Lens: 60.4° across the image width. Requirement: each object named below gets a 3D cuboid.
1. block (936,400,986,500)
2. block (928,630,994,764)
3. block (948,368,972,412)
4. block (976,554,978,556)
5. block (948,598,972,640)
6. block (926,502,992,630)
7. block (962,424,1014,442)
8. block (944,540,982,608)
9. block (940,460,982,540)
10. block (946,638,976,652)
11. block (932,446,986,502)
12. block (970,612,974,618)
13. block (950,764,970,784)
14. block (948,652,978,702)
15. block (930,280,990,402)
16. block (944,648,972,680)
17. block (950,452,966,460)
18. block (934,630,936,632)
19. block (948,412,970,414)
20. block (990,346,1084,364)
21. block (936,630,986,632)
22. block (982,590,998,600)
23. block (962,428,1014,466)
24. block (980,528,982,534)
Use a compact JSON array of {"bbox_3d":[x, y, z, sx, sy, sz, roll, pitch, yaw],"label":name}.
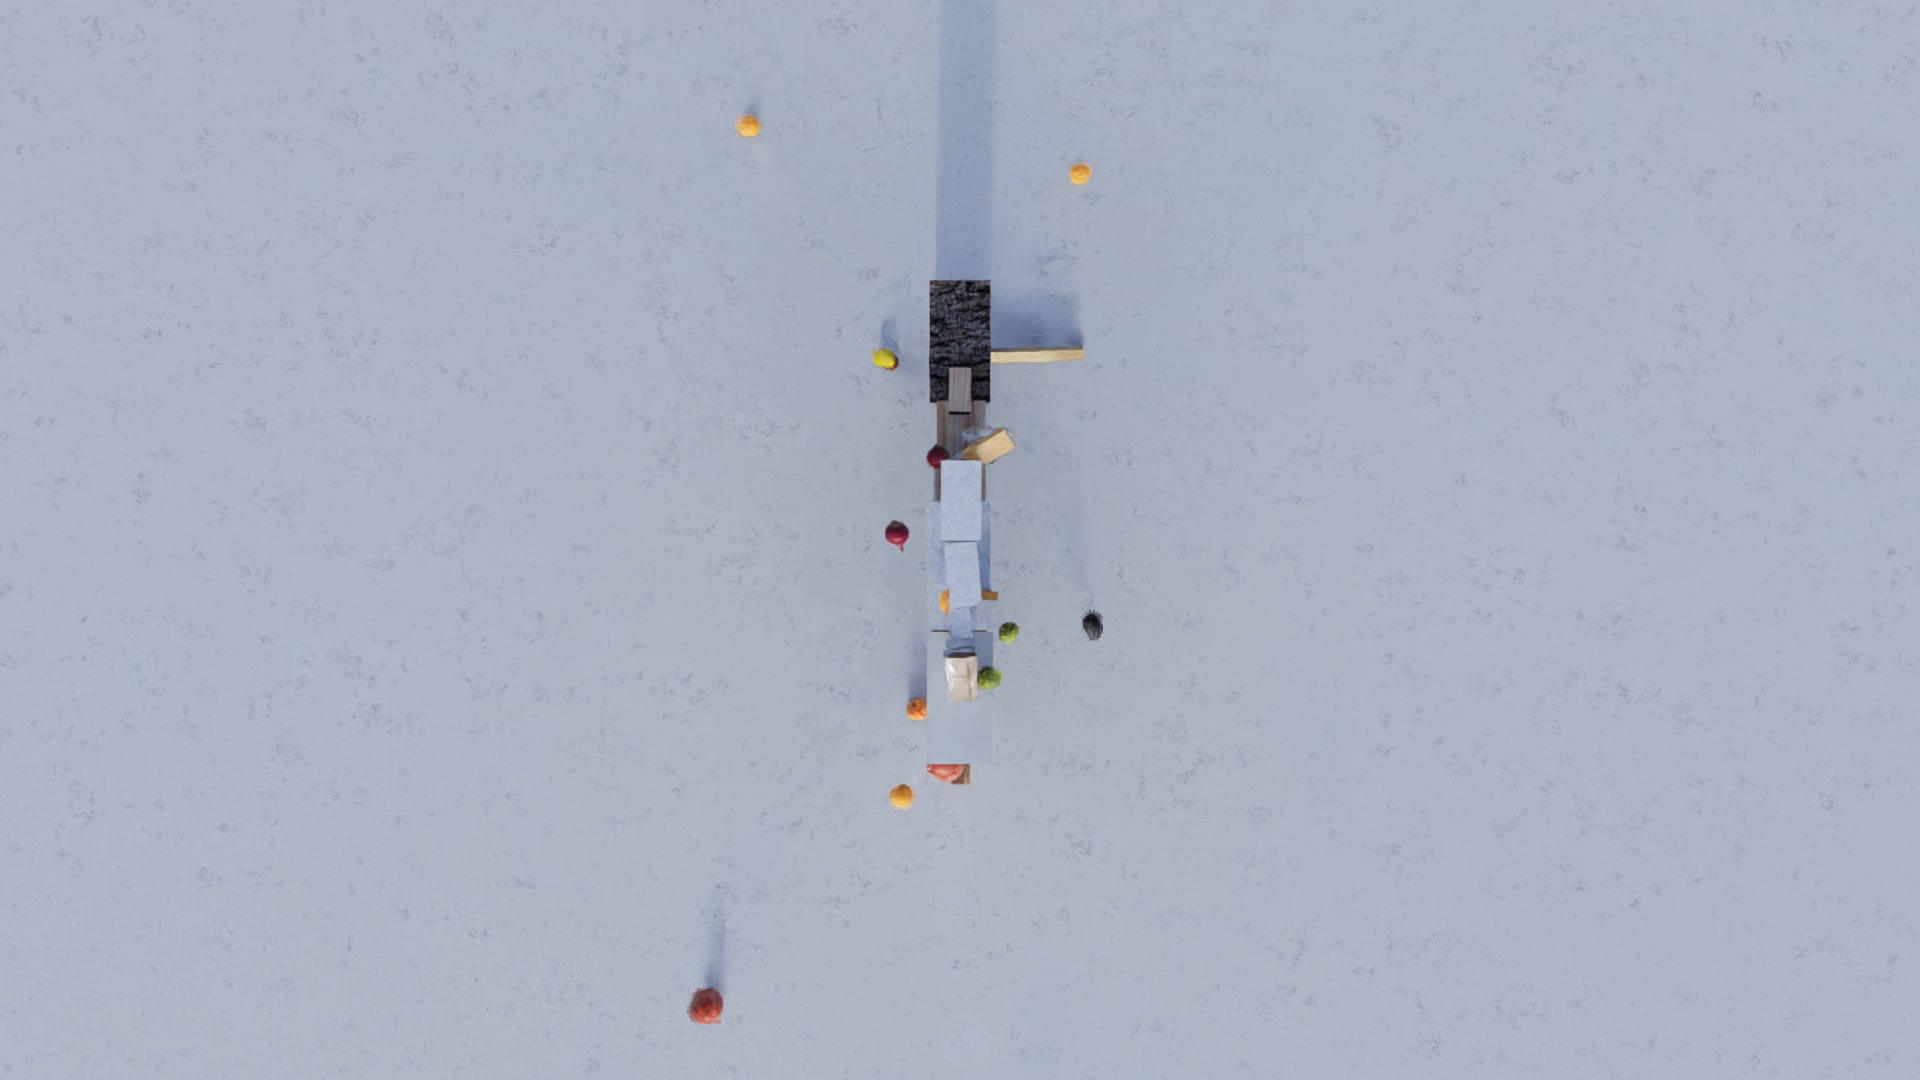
[{"bbox_3d":[0.003,-0.243,4.479,0.134,0.038,0.268,0,90,0],"label":"block"},{"bbox_3d":[0.001,0.420,4.419,0.175,0.050,0.350,0,90,0],"label":"block"},{"bbox_3d":[0.000,-0.395,4.337,0.057,0.016,0.114,1,90,0],"label":"block"},{"bbox_3d":[0.003,0.038,4.296,0.081,0.162,0.023,0,88,0],"label":"block"},{"bbox_3d":[0.001,0.203,4.263,0.054,0.015,0.107,-6,90,0],"label":"block"},{"bbox_3d":[-0.003,0.067,4.402,0.170,0.048,0.340,0,90,0],"label":"block"},{"bbox_3d":[0.075,-0.281,4.398,0.124,0.062,0.018,11,124,38],"label":"block"},{"bbox_3d":[0.008,0.087,4.203,0.081,0.023,0.162,-7,89,0],"label":"block"},{"bbox_3d":[0.003,-0.099,4.160,0.101,0.029,0.203,0,90,0],"label":"block"},{"bbox_3d":[0.003,0.295,4.322,0.074,0.148,0.021,-6,67,0],"label":"block"},{"bbox_3d":[-0.002,-0.118,4.788,0.154,0.044,0.309,0,90,0],"label":"block"},{"bbox_3d":[0.007,0.199,4.324,0.054,0.107,0.015,-6,89,0],"label":"block"},{"bbox_3d":[0.001,0.657,4.853,0.058,0.017,0.117,0,90,0],"label":"block"},{"bbox_3d":[0.007,0.355,4.281,0.074,0.021,0.148,-4,126,-1],"label":"block"},{"bbox_3d":[0.000,-0.550,4.572,0.167,0.047,0.335,0,90,0],"label":"block"},{"bbox_3d":[-0.002,0.327,4.324,0.074,0.148,0.021,-6,62,0],"label":"block"},{"bbox_3d":[0.002,-0.213,4.397,0.062,0.124,0.018,-30,84,0],"label":"block"},{"bbox_3d":[0.000,0.162,5.142,0.167,0.047,0.334,0,90,0],"label":"block"},{"bbox_3d":[-0.002,-0.352,4.402,0.057,0.114,0.016,0,86,0],"label":"block"},{"bbox_3d":[0.227,-0.615,5.467,0.359,0.064,0.018,-2,64,0],"label":"block"},{"bbox_3d":[0.002,0.186,4.814,0.142,0.040,0.284,0,90,0],"label":"block"},{"bbox_3d":[0.054,0.141,4.296,0.081,0.162,0.023,8,87,-1],"label":"block"},{"bbox_3d":[0.074,-0.238,4.322,0.124,0.018,0.062,-29,126,9],"label":"block"},{"bbox_3d":[0.003,-0.028,4.276,0.101,0.203,0.029,0,88,0],"label":"block"}]
